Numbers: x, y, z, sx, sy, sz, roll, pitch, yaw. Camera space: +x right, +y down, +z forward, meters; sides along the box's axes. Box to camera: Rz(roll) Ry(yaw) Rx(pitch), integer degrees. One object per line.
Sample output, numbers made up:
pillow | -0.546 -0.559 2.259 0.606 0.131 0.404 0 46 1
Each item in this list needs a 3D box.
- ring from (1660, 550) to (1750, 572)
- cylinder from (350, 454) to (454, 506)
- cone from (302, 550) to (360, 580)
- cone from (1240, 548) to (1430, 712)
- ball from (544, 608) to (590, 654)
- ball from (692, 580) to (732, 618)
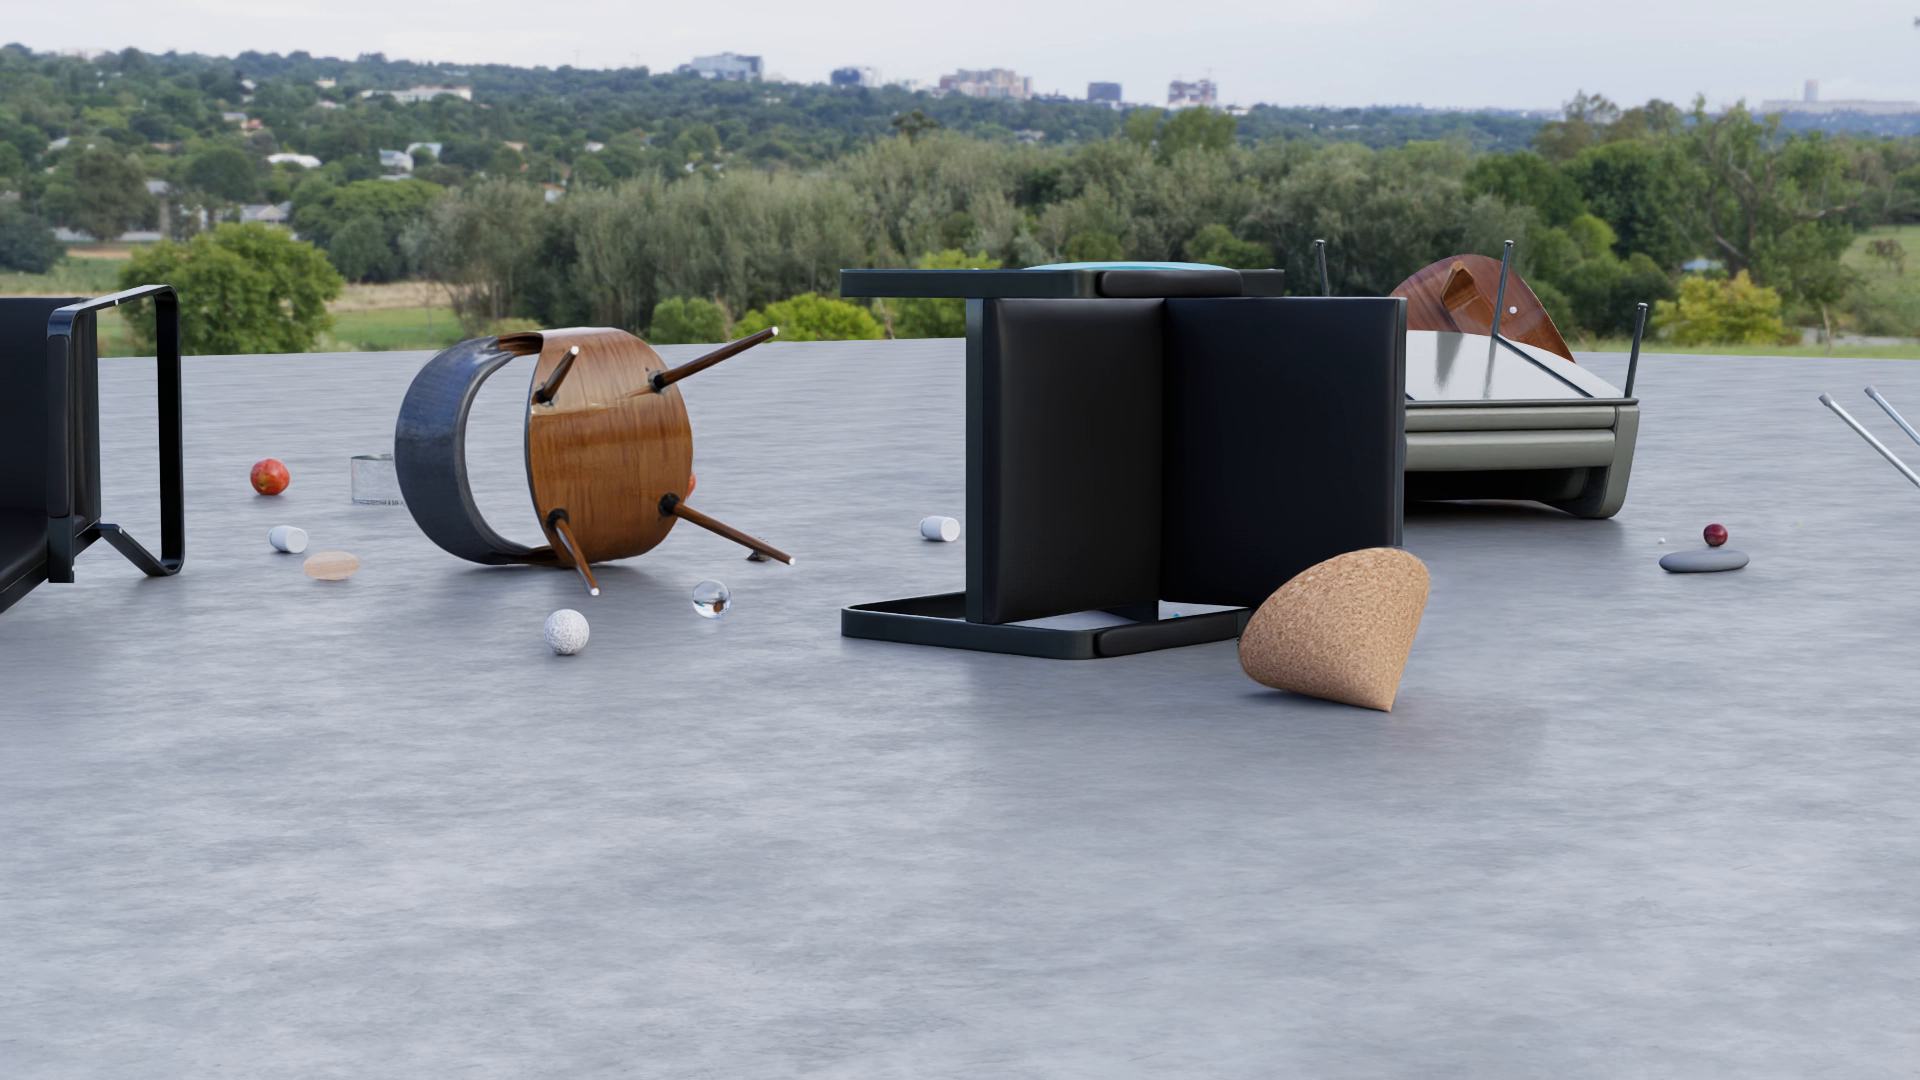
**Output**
ring | 1.673 0.047 5.765 0.264 0.039 0.108 -3 7 -31
cylinder | -1.635 -0.179 7.525 0.295 0.129 0.300 1 6 7
cone | -1.374 0.068 5.602 0.122 0.077 0.047 -6 -32 -20
cone | 0.618 0.193 3.944 0.325 0.308 0.196 -24 50 -1
ball | -0.686 0.160 4.471 0.080 0.080 0.080 0 6 0
ball | -0.479 0.113 4.947 0.075 0.075 0.075 0 6 0
